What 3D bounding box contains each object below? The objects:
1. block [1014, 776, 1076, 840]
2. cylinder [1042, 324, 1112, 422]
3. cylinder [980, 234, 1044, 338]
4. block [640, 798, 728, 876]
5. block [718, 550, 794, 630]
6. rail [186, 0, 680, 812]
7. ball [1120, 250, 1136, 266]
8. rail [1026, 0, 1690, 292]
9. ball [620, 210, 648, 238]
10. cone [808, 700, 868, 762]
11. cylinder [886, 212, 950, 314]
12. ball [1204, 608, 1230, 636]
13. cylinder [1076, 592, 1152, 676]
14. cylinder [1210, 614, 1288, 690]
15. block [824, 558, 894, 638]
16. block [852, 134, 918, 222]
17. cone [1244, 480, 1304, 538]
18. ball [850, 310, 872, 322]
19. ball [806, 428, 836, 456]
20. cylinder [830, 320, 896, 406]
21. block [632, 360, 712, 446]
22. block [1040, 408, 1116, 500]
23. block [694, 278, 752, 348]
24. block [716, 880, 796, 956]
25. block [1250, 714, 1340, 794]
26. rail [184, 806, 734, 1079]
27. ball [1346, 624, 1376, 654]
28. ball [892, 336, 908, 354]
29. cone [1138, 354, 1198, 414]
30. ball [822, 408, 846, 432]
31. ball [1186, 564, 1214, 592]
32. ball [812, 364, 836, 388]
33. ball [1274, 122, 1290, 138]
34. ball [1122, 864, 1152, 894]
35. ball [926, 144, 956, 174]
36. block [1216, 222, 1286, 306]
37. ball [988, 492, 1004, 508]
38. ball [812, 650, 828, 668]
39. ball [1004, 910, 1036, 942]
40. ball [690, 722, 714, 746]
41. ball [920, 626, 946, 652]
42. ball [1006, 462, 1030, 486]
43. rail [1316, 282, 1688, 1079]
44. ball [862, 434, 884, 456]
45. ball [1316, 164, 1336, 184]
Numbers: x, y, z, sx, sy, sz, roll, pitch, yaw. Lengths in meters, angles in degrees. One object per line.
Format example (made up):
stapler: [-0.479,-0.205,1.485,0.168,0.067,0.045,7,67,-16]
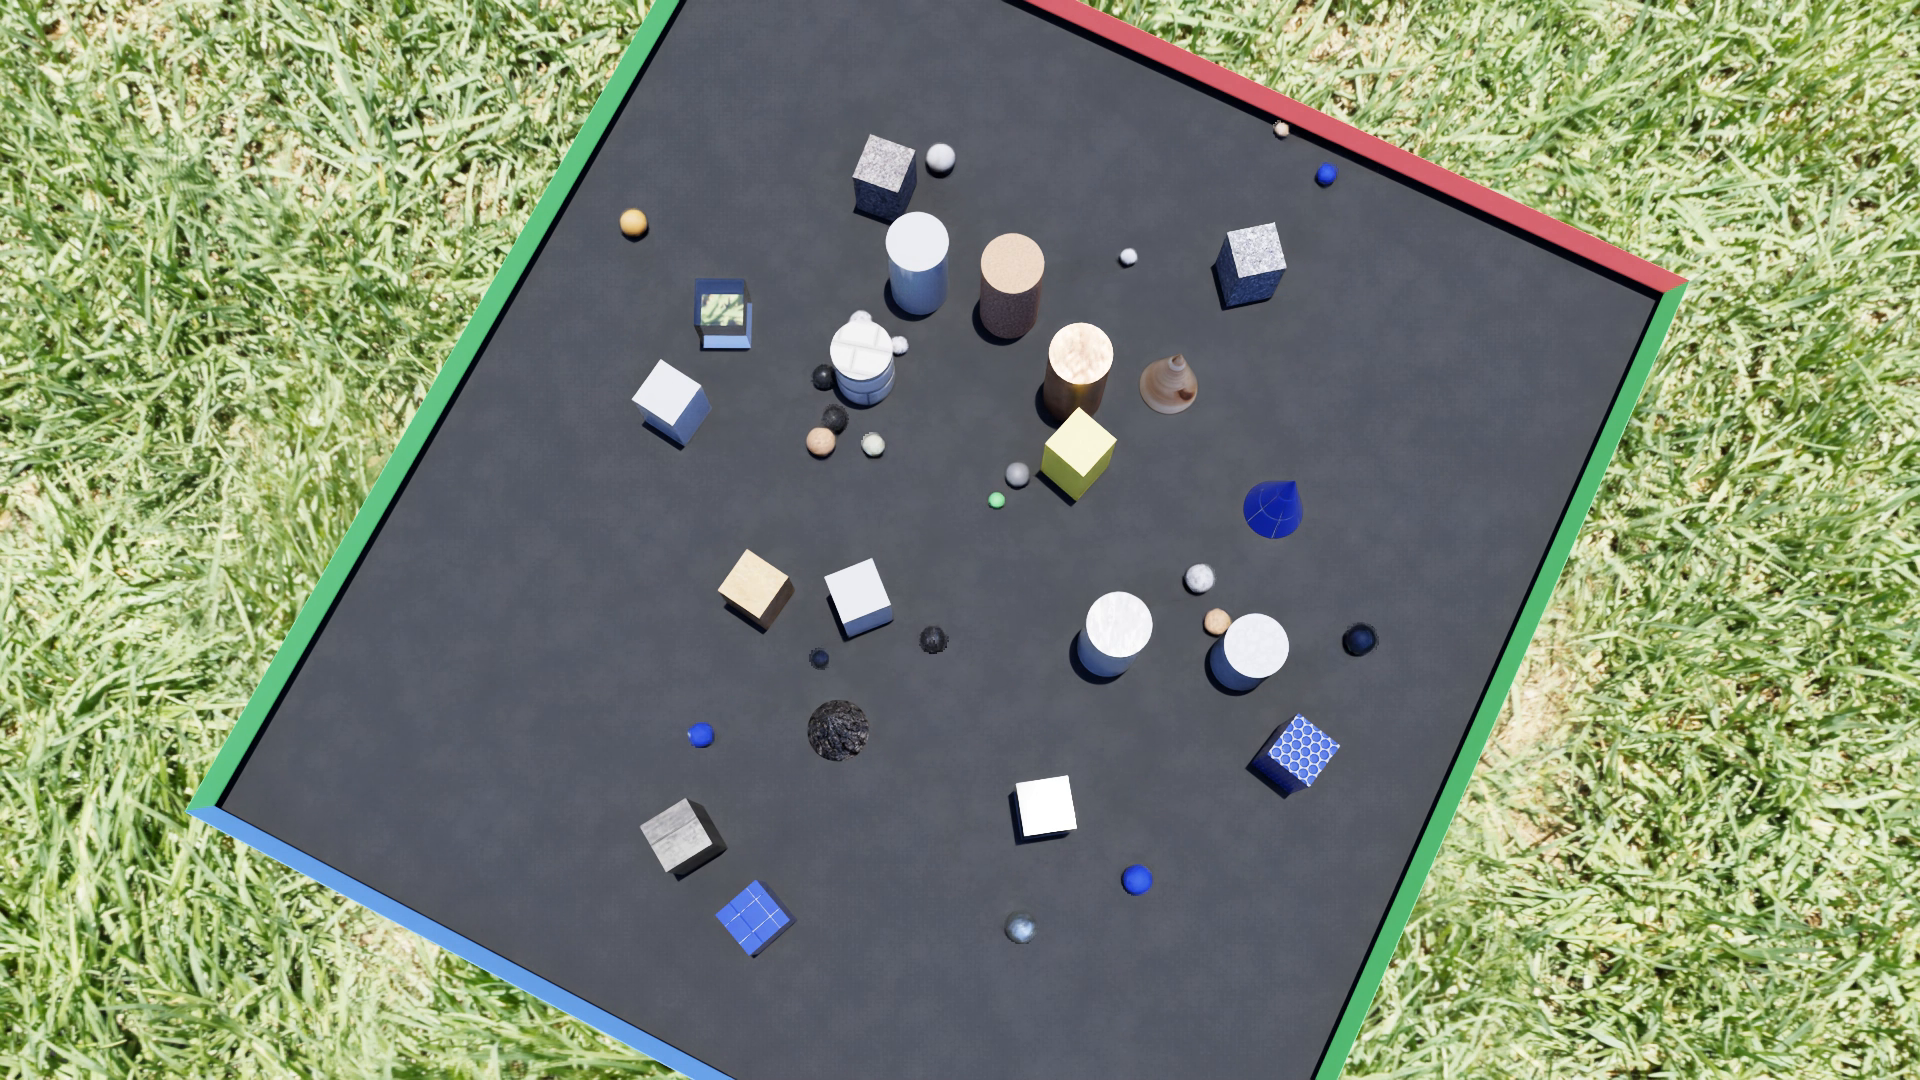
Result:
block: [0.243,0.778,5.308,0.148,0.289,0.148,-9,78,-2]
cylinder: [0.350,-0.495,5.500,0.185,0.428,0.185,0,78,0]
cylinder: [0.154,-0.765,5.557,0.185,0.425,0.185,0,78,0]
block: [-0.788,0.854,5.259,0.148,0.355,0.148,-31,80,-6]
block: [-0.605,0.151,5.467,0.148,0.232,0.148,33,80,6]
rail: [-1.459,-0.708,5.700,0.045,0.120,3.472,26,80,5]
ball: [0.529,-0.891,5.775,0.051,0.051,0.051,0,78,0]
rail: [0.766,-1.494,5.863,3.309,0.120,0.045,26,80,5]
ball: [-1.029,-0.999,5.779,0.087,0.087,0.087,0,78,0]
cone: [-0.366,0.530,5.296,0.185,0.413,0.185,0,78,0]
cylinder: [-0.126,-0.838,5.587,0.185,0.396,0.185,0,78,0]
ball: [0.776,0.247,5.524,0.080,0.080,0.080,0,78,0]
cylinder: [0.446,0.280,5.339,0.185,0.431,0.185,0,78,0]
cylinder: [0.848,0.333,5.391,0.185,0.306,0.185,0,78,0]
block: [-0.297,0.175,5.440,0.148,0.275,0.148,-22,79,-4]
block: [-0.232,-1.123,5.718,0.148,0.255,0.148,20,79,4]
cone: [0.963,-0.132,5.450,0.185,0.378,0.185,0,78,0]
ball: [-0.308,-0.679,5.720,0.072,0.072,0.072,0,78,0]
ball: [-0.428,-0.302,5.633,0.089,0.089,0.089,0,78,0]
cylinder: [-0.293,-0.538,5.586,0.185,0.277,0.185,0,78,0]
block: [-0.873,-0.414,5.575,0.148,0.249,0.148,33,80,6]
block: [0.353,-0.254,5.502,0.148,0.326,0.148,41,81,8]
block: [-0.728,-0.697,5.646,0.148,0.223,0.148,0,78,0]
block: [-0.581,1.084,5.260,0.148,0.258,0.148,-41,81,-8]
block: [0.972,0.624,5.331,0.148,0.305,0.148,38,81,7]
rail: [-0.766,1.506,5.243,3.309,0.120,0.045,26,80,5]
ball: [1.205,0.299,5.508,0.091,0.091,0.091,0,78,0]
ball: [-0.189,-0.607,5.713,0.056,0.056,0.056,0,78,0]
cone: [0.650,-0.513,5.550,0.185,0.338,0.185,0,78,0]
ball: [-0.390,-0.372,5.654,0.076,0.076,0.076,0,78,0]
ball: [0.725,0.117,5.548,0.087,0.087,0.087,0,78,0]
ball: [-0.421,-0.508,5.684,0.074,0.074,0.074,0,78,0]
ball: [1.031,-1.313,5.864,0.046,0.046,0.046,0,78,0]
ball: [0.521,0.994,5.366,0.088,0.088,0.088,0,78,0]
ball: [-0.062,-1.212,5.820,0.092,0.092,0.092,0,78,0]
block: [0.895,-0.847,5.656,0.148,0.266,0.148,-12,79,-2]
ball: [0.113,-0.123,5.617,0.049,0.049,0.049,0,78,0]
ball: [-0.421,0.358,5.515,0.053,0.053,0.053,0,78,0]
ball: [0.176,1.125,5.337,0.091,0.091,0.091,0,78,0]
ball: [-0.769,0.579,5.459,0.073,0.073,0.073,0,78,0]
ball: [-0.082,0.297,5.515,0.078,0.078,0.078,0,78,0]
ball: [0.177,-0.202,5.618,0.078,0.078,0.078,0,78,0]
rail: [1.459,0.721,5.405,0.045,0.120,3.472,26,80,5]
ball: [-0.265,-0.291,5.642,0.067,0.067,0.067,0,78,0]
ball: [1.165,-1.162,5.825,0.062,0.062,0.062,0,78,0]
